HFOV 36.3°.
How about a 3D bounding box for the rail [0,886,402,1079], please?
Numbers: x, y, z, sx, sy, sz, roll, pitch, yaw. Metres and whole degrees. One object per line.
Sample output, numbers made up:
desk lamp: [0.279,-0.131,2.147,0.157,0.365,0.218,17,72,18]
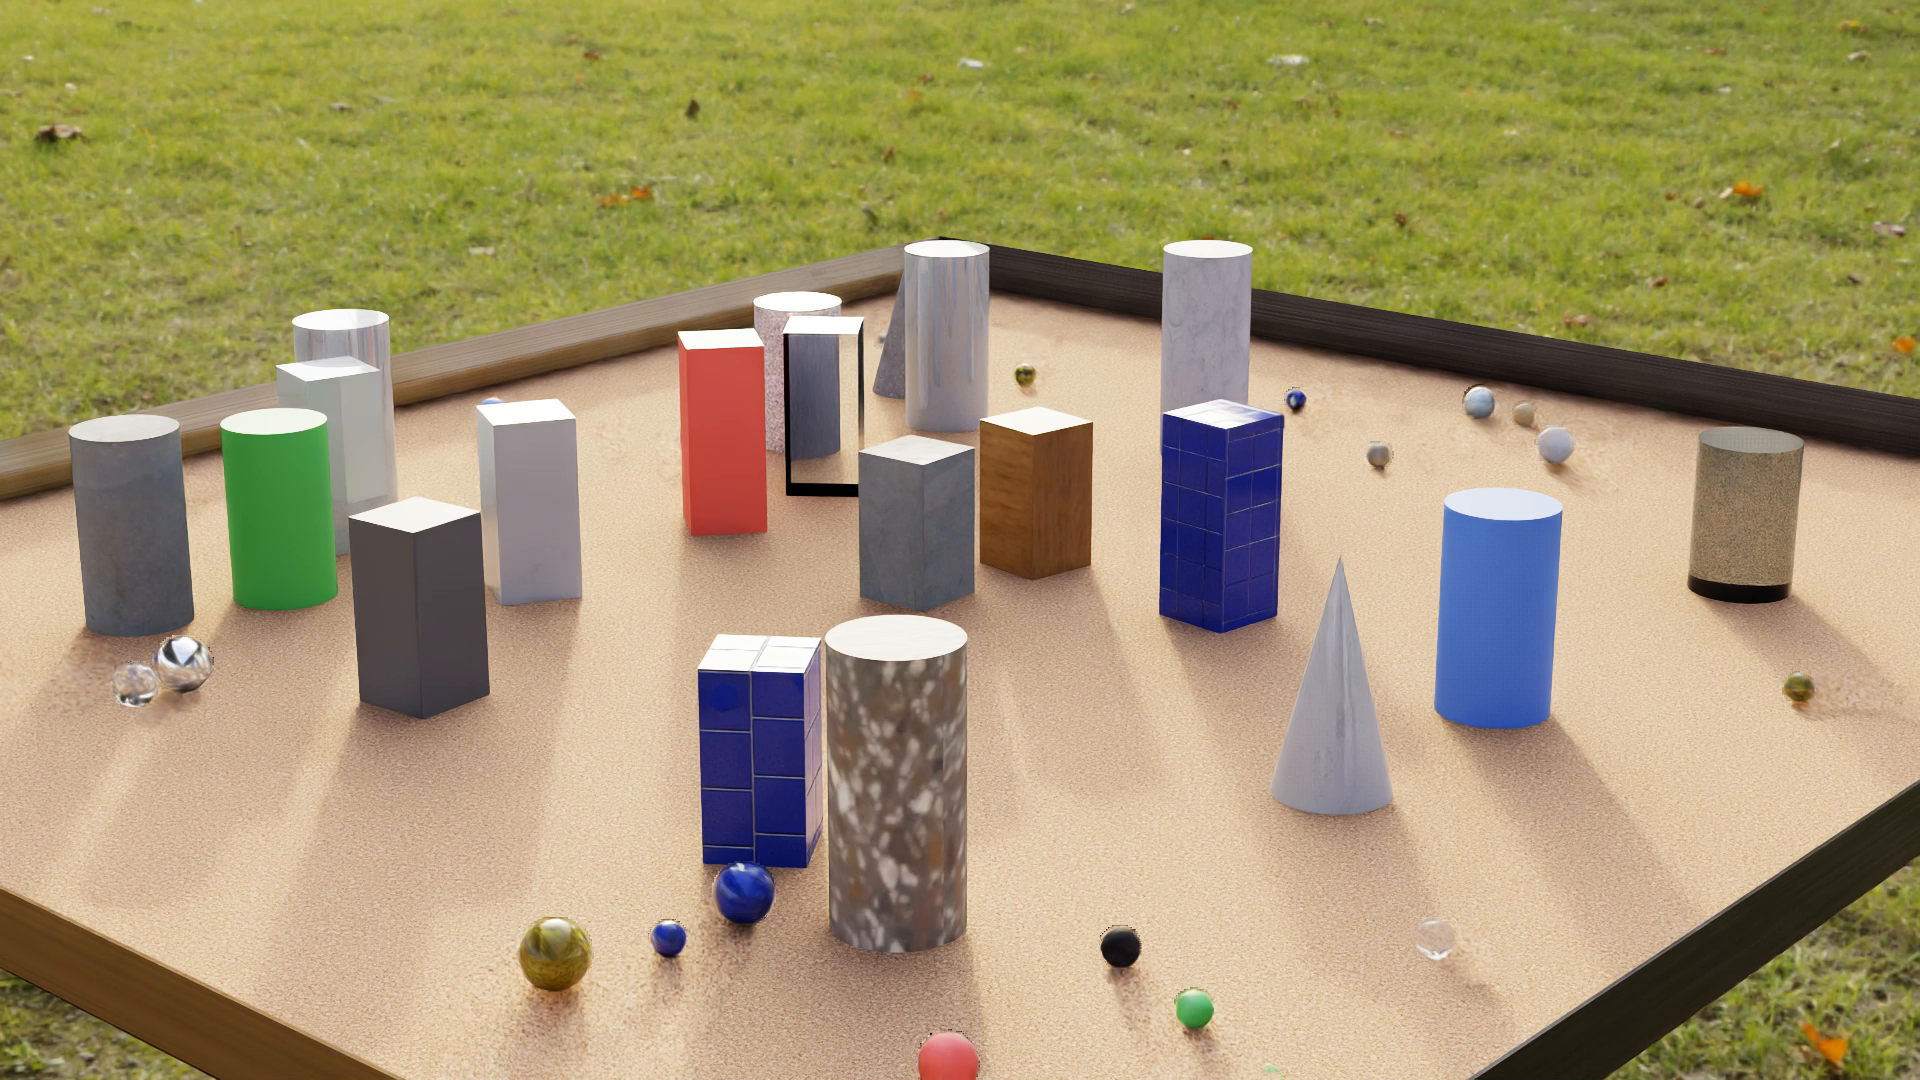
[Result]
rail: [-1.266,0.452,3.727,3.538,0.116,0.045,14,22,39]

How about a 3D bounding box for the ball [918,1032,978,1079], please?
ball: [-0.014,0.595,3.337,0.070,0.070,0.070,0,17,0]

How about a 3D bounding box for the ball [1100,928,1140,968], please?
ball: [0.201,0.508,3.659,0.050,0.050,0.050,0,17,0]

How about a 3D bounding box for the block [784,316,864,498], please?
block: [-0.264,-0.261,5.719,0.142,0.325,0.142,1,17,3]

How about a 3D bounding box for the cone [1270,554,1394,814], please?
cone: [0.535,0.190,4.173,0.178,0.360,0.178,0,17,0]

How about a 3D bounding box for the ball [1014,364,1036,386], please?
ball: [0.145,-0.368,6.547,0.051,0.051,0.051,0,17,0]

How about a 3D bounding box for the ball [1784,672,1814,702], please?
ball: [1.311,0.230,4.581,0.047,0.047,0.047,0,17,0]

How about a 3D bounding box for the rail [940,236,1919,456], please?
rail: [1.266,-0.394,6.517,3.538,0.116,0.045,14,22,39]

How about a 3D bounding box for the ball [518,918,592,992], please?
ball: [-0.496,0.508,3.591,0.089,0.089,0.089,0,17,0]

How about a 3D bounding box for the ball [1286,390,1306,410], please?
ball: [0.727,-0.303,6.343,0.043,0.043,0.043,0,17,0]

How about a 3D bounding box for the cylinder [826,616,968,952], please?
cylinder: [-0.080,0.309,3.731,0.178,0.390,0.178,0,17,0]

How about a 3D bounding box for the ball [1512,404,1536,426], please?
ball: [1.195,-0.265,6.210,0.048,0.048,0.048,0,17,0]

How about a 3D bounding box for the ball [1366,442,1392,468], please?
ball: [0.843,-0.171,5.897,0.050,0.050,0.050,0,17,0]

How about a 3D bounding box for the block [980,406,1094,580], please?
block: [0.135,-0.085,5.240,0.142,0.266,0.142,-14,22,-38]

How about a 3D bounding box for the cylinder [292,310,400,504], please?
cylinder: [-1.168,-0.241,5.582,0.178,0.367,0.178,0,17,0]

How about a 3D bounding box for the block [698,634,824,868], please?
block: [-0.270,0.287,3.993,0.142,0.280,0.142,2,17,6]

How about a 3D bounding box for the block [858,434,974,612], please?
block: [-0.074,-0.030,5.069,0.142,0.261,0.142,13,21,36]

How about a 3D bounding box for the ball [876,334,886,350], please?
ball: [-0.175,-0.464,6.879,0.041,0.041,0.041,0,17,0]

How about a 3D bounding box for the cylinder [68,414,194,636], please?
cylinder: [-1.390,-0.025,4.923,0.178,0.336,0.178,0,17,0]

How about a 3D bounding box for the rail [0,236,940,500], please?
rail: [-1.318,-0.303,6.217,0.045,0.116,3.908,14,22,39]

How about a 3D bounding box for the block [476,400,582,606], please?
block: [-0.747,-0.067,5.086,0.142,0.321,0.142,-6,18,-20]

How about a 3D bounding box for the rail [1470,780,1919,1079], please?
rail: [1.318,0.361,4.027,0.045,0.116,3.908,14,22,39]

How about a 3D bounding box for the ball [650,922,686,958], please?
ball: [-0.366,0.502,3.687,0.045,0.045,0.045,0,17,0]

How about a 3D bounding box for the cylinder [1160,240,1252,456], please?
cylinder: [0.498,-0.381,5.945,0.178,0.425,0.178,0,17,0]

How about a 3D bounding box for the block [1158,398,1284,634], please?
block: [0.440,-0.042,4.947,0.142,0.354,0.142,-15,22,-40]

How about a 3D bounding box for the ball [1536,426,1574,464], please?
ball: [1.203,-0.192,5.925,0.074,0.074,0.074,0,17,0]

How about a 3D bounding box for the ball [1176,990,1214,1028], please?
ball: [0.280,0.560,3.496,0.045,0.045,0.045,0,17,0]

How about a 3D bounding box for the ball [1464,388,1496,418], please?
ball: [1.112,-0.294,6.273,0.067,0.067,0.067,0,17,0]

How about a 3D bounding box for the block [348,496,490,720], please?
block: [-0.840,0.104,4.560,0.142,0.300,0.142,12,21,35]

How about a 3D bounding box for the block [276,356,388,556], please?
block: [-1.144,-0.153,5.355,0.142,0.330,0.142,-11,20,-33]

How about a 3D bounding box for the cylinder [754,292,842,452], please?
cylinder: [-0.333,-0.346,6.049,0.178,0.298,0.178,0,17,0]

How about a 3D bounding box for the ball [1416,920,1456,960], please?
ball: [0.597,0.501,3.682,0.050,0.050,0.050,0,17,0]

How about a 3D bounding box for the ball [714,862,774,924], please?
ball: [-0.278,0.456,3.781,0.079,0.079,0.079,0,17,0]

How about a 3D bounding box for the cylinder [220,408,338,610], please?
cylinder: [-1.174,-0.054,5.061,0.178,0.312,0.178,0,17,0]

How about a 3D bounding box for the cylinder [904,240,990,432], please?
cylinder: [-0.027,-0.431,6.197,0.178,0.374,0.178,0,17,0]

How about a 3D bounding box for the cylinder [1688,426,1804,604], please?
cylinder: [1.366,-0.045,5.103,0.178,0.269,0.178,0,17,0]

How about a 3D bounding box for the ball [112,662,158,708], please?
ball: [-1.284,0.225,4.559,0.069,0.069,0.069,0,17,0]

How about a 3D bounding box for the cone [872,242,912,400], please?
cone: [-0.106,-0.496,6.474,0.178,0.337,0.178,0,17,0]

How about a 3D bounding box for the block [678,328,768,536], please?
block: [-0.443,-0.202,5.473,0.142,0.356,0.142,-3,17,-11]

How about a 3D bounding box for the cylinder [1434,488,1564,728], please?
cylinder: [0.826,0.103,4.507,0.178,0.332,0.178,0,17,0]

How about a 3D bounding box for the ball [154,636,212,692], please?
ball: [-1.225,0.196,4.620,0.088,0.088,0.088,0,17,0]
